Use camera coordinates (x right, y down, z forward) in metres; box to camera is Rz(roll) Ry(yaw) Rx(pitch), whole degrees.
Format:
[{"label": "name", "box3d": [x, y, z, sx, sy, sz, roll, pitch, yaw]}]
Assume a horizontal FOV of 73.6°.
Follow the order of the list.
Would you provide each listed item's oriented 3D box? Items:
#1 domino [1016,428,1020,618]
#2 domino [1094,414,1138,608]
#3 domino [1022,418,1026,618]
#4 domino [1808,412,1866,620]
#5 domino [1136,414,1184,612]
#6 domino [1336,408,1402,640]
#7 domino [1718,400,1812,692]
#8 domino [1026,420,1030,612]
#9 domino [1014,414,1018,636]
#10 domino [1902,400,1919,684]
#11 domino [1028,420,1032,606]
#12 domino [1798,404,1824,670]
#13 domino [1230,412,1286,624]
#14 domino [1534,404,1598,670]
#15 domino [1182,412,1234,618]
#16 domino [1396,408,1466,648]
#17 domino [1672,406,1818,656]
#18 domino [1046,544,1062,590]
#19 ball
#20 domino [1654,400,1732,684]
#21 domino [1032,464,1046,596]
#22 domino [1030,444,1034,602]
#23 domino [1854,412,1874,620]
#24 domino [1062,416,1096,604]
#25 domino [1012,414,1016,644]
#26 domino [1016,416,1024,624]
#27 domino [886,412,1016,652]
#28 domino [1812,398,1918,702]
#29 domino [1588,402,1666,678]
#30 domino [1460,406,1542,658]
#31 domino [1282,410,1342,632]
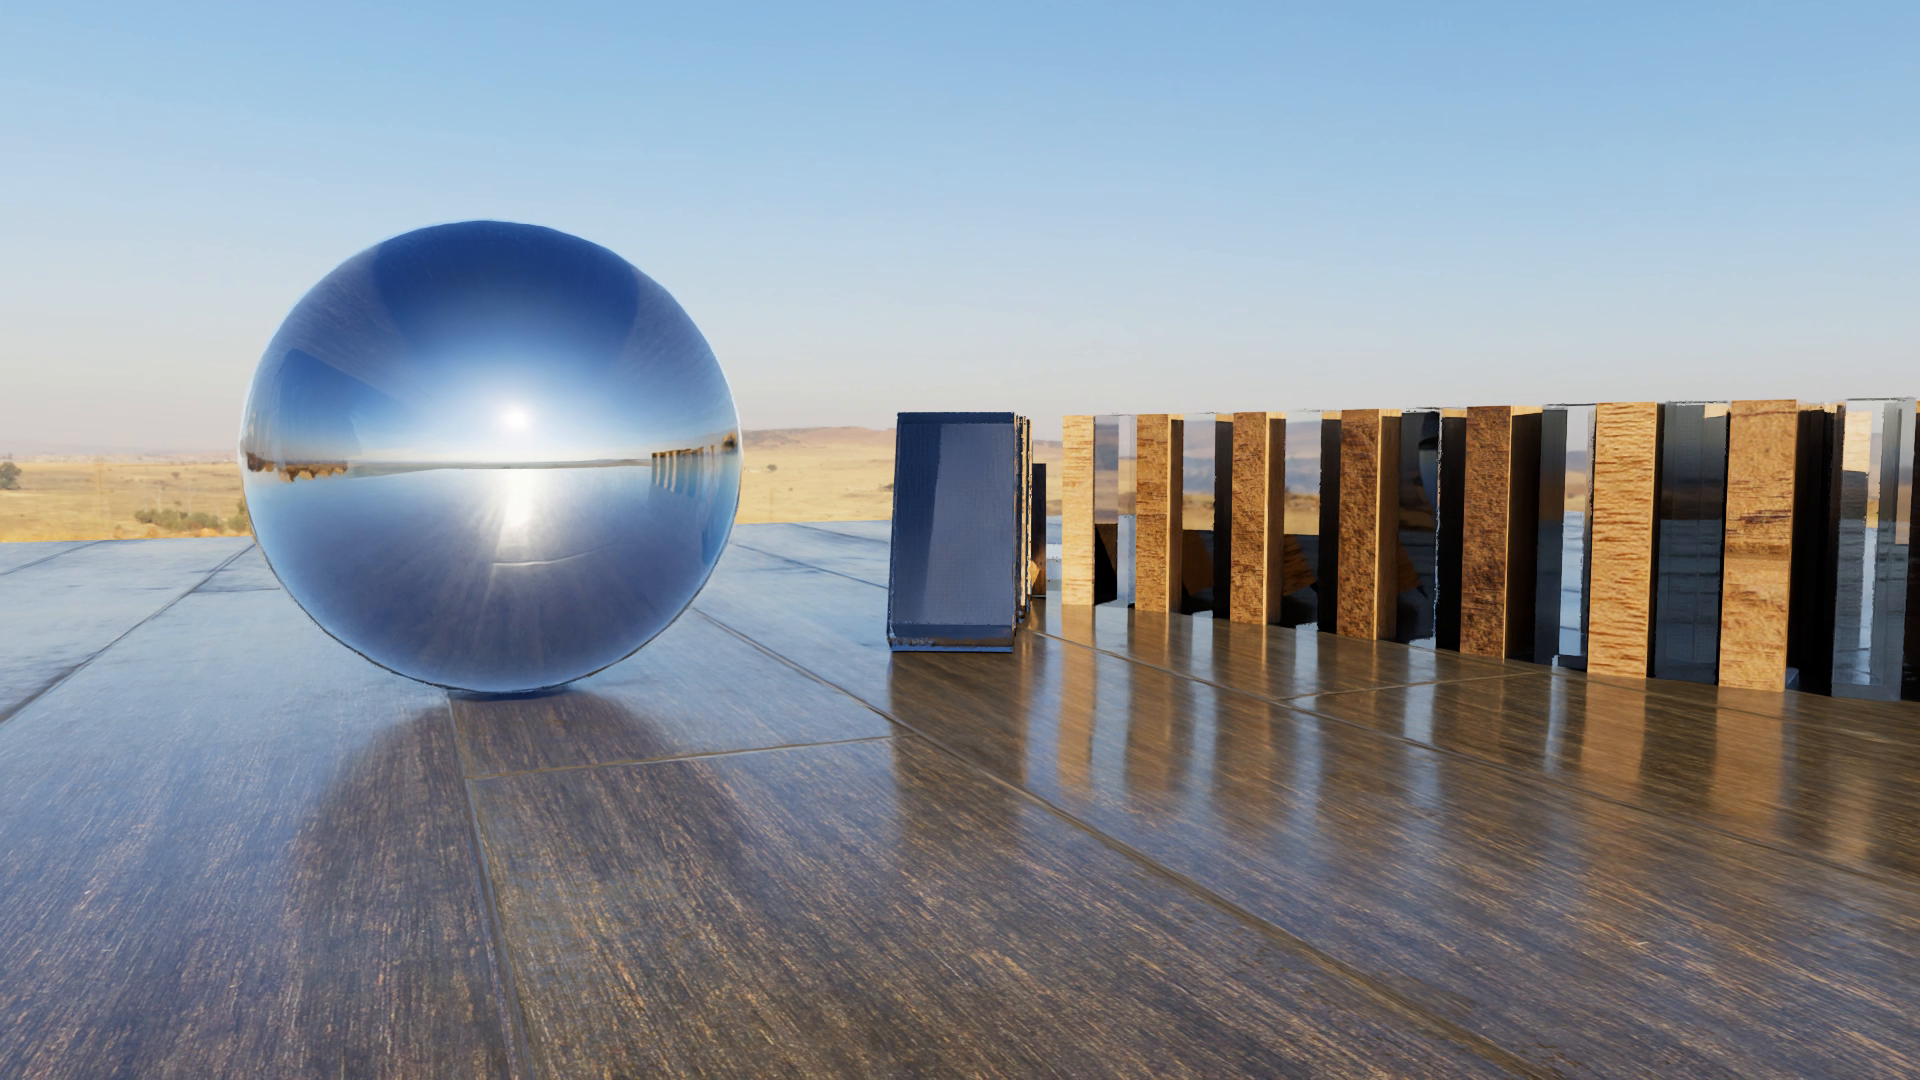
[{"label": "domino", "box3d": [0.001, -0.005, 0.300, 0.025, 0.050, 0.010, 0, -21, 4]}, {"label": "domino", "box3d": [0.046, -0.008, 0.344, 0.010, 0.050, 0.025, 3, 5, 31]}, {"label": "domino", "box3d": [0.004, -0.006, 0.321, 0.025, 0.050, 0.009, 0, -21, 4]}, {"label": "domino", "box3d": [0.210, -0.006, 0.320, 0.010, 0.050, 0.025, 0, 4, -3]}, {"label": "domino", "box3d": [0.057, -0.008, 0.334, 0.010, 0.050, 0.025, 4, 6, 44]}, {"label": "domino", "box3d": [0.097, -0.004, 0.289, 0.025, 0.050, 0.010, -3, 5, -37]}, {"label": "domino", "box3d": [0.145, 0.000, 0.231, 0.009, 0.050, 0.025, 3, 5, 38]}, {"label": "domino", "box3d": [0.005, -0.007, 0.332, 0.025, 0.050, 0.010, 0, -22, 4]}, {"label": "domino", "box3d": [0.000, -0.004, 0.289, 0.025, 0.050, 0.009, 0, -21, 4]}, {"label": "domino", "box3d": [0.175, 0.000, 0.237, 0.009, 0.050, 0.025, 2, 5, 29]}, {"label": "domino", "box3d": [0.006, -0.008, 0.342, 0.025, 0.050, 0.010, 0, -23, 4]}, {"label": "domino", "box3d": [0.165, -0.001, 0.249, 0.025, 0.050, 0.010, -2, 5, -29]}, {"label": "domino", "box3d": [0.078, -0.006, 0.312, 0.025, 0.050, 0.010, -4, 6, -40]}, {"label": "domino", "box3d": [0.123, -0.001, 0.253, 0.010, 0.050, 0.025, 4, 6, 42]}, {"label": "domino", "box3d": [0.068, -0.007, 0.324, 0.025, 0.050, 0.010, -4, 6, -42]}, {"label": "domino", "box3d": [0.106, -0.003, 0.276, 0.025, 0.050, 0.010, -3, 5, -37]}, {"label": "domino", "box3d": [0.159, -0.002, 0.262, 0.025, 0.050, 0.009, -1, 4, -11]}, {"label": "domino", "box3d": [0.022, 0.008, 0.397, 0.025, 0.010, 0.050, 1, 4, 7]}, {"label": "ball", "box3d": [-0.077, -0.014, 0.219, 0.080, 0.080, 0.080, 0, 4, 0]}, {"label": "domino", "box3d": [0.137, 0.000, 0.238, 0.010, 0.050, 0.025, 3, 5, 36]}, {"label": "domino", "box3d": [0.013, -0.004, 0.376, 0.025, 0.009, 0.050, 0, 39, 4]}, {"label": "domino", "box3d": [0.008, -0.006, 0.359, 0.025, 0.050, 0.009, 0, -39, 4]}, {"label": "domino", "box3d": [0.225, -0.006, 0.318, 0.009, 0.050, 0.025, 2, 5, 25]}, {"label": "domino", "box3d": [0.034, -0.009, 0.351, 0.010, 0.050, 0.025, 1, 4, 9]}, {"label": "domino", "box3d": [-0.001, -0.003, 0.279, 0.025, 0.050, 0.010, 0, -21, 4]}, {"label": "domino", "box3d": [0.003, -0.005, 0.310, 0.025, 0.050, 0.009, 0, -21, 4]}, {"label": "domino", "box3d": [-0.001, -0.002, 0.268, 0.025, 0.050, 0.010, 0, -21, 4]}, {"label": "domino", "box3d": [0.157, 0.001, 0.223, 0.009, 0.050, 0.025, 2, 5, 27]}, {"label": "domino", "box3d": [0.128, -0.001, 0.244, 0.009, 0.050, 0.025, 3, 6, 39]}, {"label": "domino", "box3d": [0.115, -0.002, 0.264, 0.025, 0.050, 0.010, -3, 5, -36]}, {"label": "domino", "box3d": [0.088, -0.005, 0.300, 0.025, 0.050, 0.009, -4, 6, -39]}]
